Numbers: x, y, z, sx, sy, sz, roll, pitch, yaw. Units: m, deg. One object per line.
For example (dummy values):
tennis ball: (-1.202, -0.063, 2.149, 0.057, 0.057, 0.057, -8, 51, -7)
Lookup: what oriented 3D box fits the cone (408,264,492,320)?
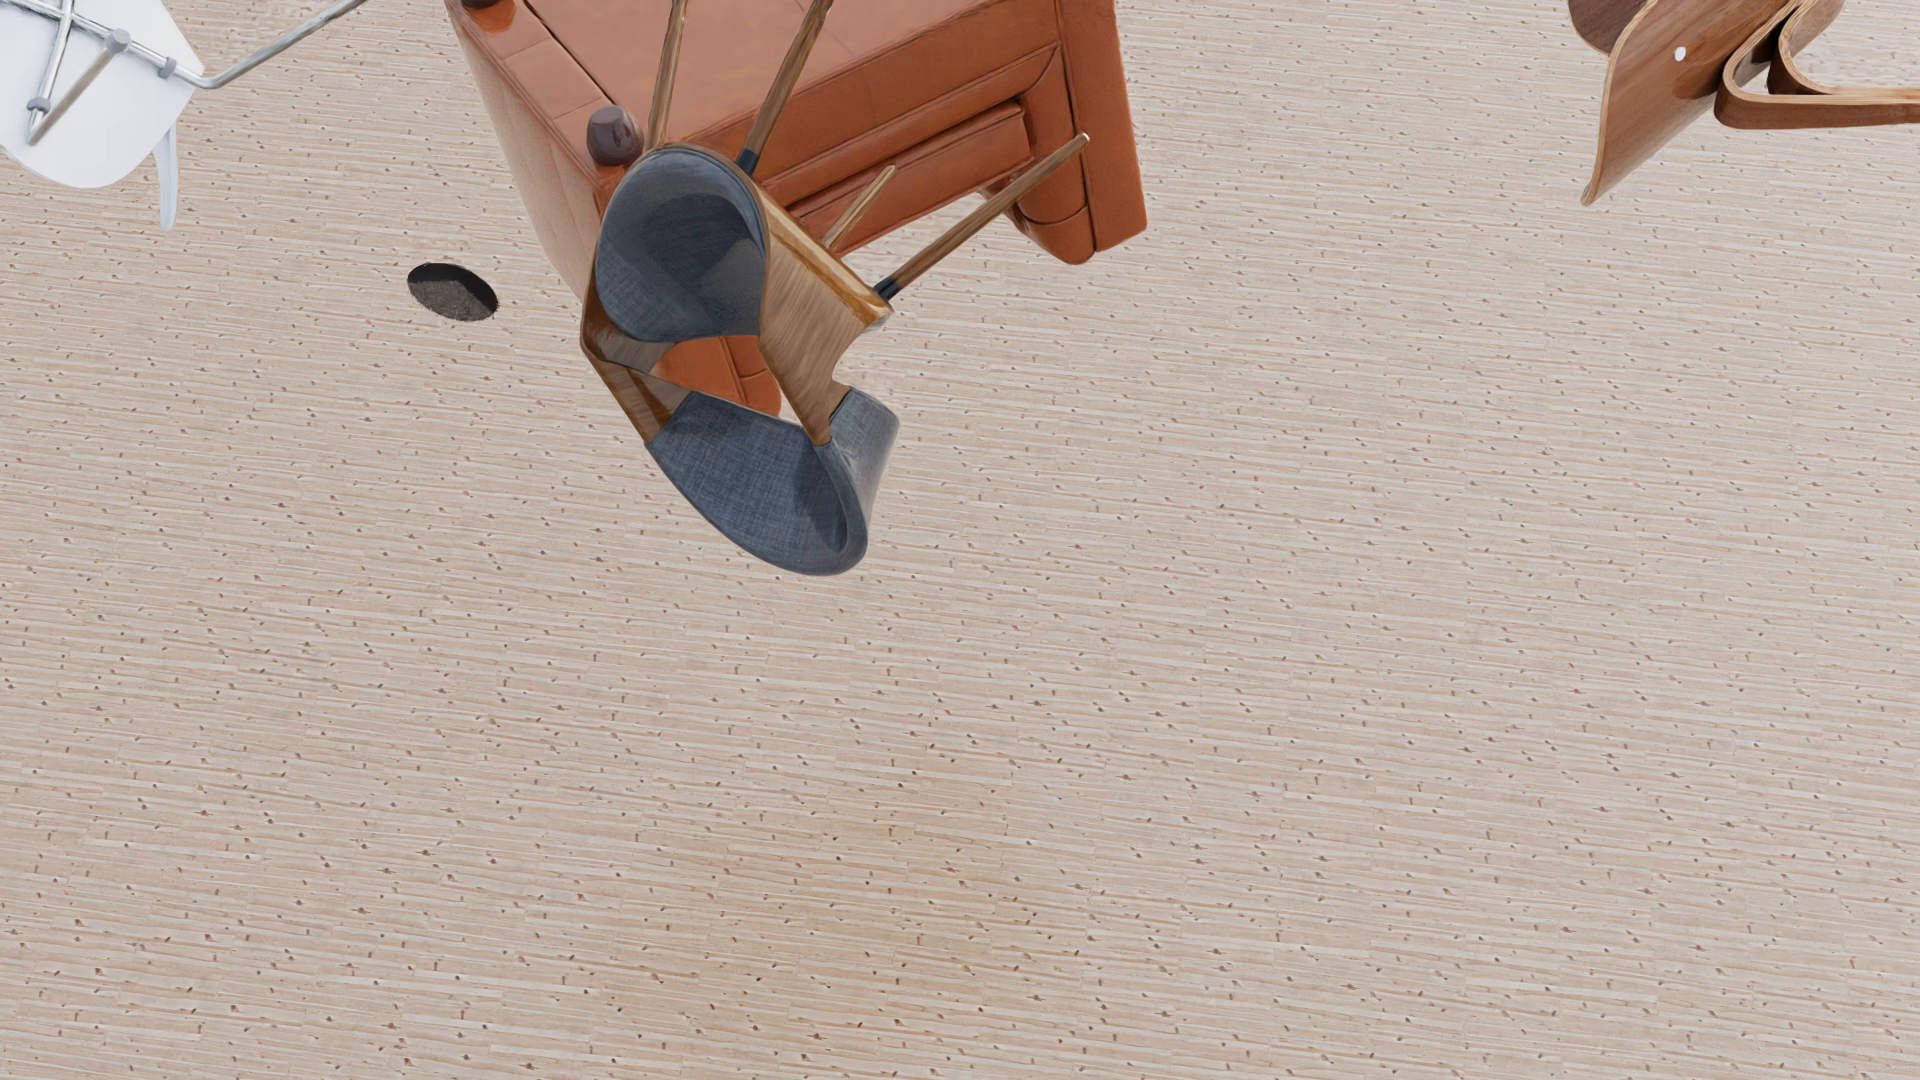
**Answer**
cone: (-1.051, -0.546, 4.600, 0.190, 0.194, 0.074, 17, 67, 15)
